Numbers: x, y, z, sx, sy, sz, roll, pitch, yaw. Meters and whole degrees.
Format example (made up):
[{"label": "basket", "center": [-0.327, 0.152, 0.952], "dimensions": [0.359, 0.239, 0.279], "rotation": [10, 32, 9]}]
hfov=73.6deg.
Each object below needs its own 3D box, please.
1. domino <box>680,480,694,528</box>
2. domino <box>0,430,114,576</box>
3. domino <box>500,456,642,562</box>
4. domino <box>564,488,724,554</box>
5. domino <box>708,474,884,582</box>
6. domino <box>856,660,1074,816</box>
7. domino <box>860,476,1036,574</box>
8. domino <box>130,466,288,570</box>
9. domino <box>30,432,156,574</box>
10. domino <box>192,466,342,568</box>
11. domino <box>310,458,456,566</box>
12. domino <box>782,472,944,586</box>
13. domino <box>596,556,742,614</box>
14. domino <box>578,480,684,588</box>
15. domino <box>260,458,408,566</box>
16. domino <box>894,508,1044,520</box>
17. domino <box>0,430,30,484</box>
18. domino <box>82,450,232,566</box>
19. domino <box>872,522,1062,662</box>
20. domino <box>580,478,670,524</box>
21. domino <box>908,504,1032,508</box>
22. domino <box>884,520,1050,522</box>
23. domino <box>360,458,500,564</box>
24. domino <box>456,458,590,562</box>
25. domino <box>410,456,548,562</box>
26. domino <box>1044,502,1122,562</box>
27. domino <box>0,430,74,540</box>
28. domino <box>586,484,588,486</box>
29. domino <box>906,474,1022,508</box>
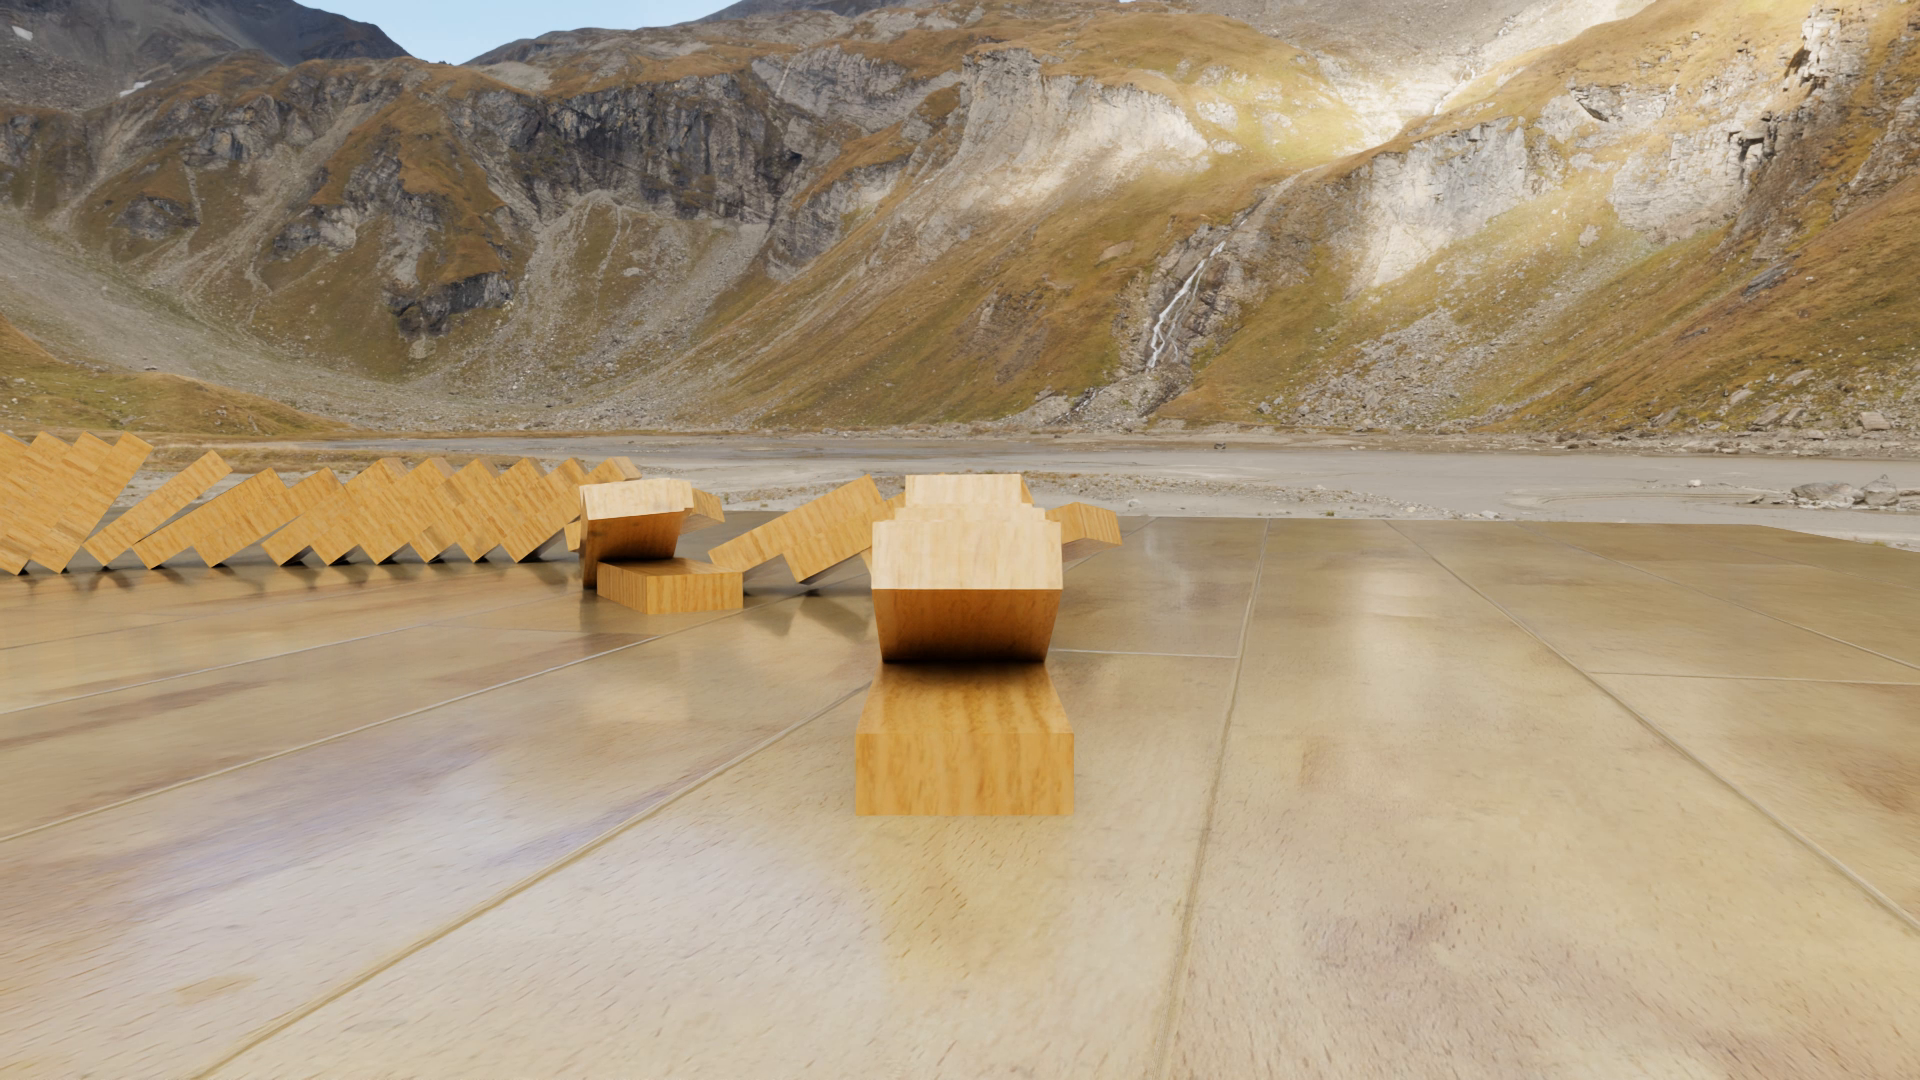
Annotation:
[{"label": "domino", "center": [-0.109, -0.005, 0.432], "dimensions": [0.025, 0.010, 0.050], "rotation": [-2, -21, -28]}, {"label": "domino", "center": [-0.303, -0.013, 0.429], "dimensions": [0.010, 0.050, 0.025], "rotation": [37, -15, -28]}, {"label": "domino", "center": [-0.141, -0.012, 0.469], "dimensions": [0.050, 0.009, 0.025], "rotation": [-37, 4, 2]}, {"label": "domino", "center": [-0.114, -0.006, 0.464], "dimensions": [0.050, 0.010, 0.025], "rotation": [-16, -9, 9]}, {"label": "domino", "center": [-0.046, -0.002, 0.371], "dimensions": [0.050, 0.010, 0.025], "rotation": [-26, -4, -5]}, {"label": "domino", "center": [0.000, 0.025, 0.172], "dimensions": [0.025, 0.009, 0.050], "rotation": [0, 4, 0]}, {"label": "domino", "center": [-0.004, -0.002, 0.371], "dimensions": [0.050, 0.010, 0.025], "rotation": [-26, -4, -4]}, {"label": "domino", "center": [-0.263, -0.009, 0.452], "dimensions": [0.050, 0.010, 0.025], "rotation": [-37, 20, -21]}, {"label": "domino", "center": [-0.293, -0.013, 0.435], "dimensions": [0.010, 0.050, 0.025], "rotation": [37, -15, -28]}, {"label": "domino", "center": [-0.246, -0.009, 0.459], "dimensions": [0.050, 0.009, 0.025], "rotation": [-36, 18, -19]}, {"label": "domino", "center": [-0.206, -0.011, 0.462], "dimensions": [0.050, 0.010, 0.025], "rotation": [-38, 11, -7]}, {"label": "domino", "center": [-0.025, -0.003, 0.368], "dimensions": [0.050, 0.010, 0.025], "rotation": [-26, -4, -1]}, {"label": "domino", "center": [-0.080, 0.012, 0.348], "dimensions": [0.025, 0.010, 0.050], "rotation": [-2, 5, -30]}, {"label": "domino", "center": [-0.094, -0.001, 0.363], "dimensions": [0.025, 0.010, 0.050], "rotation": [-6, -21, -20]}, {"label": "domino", "center": [-0.222, -0.011, 0.460], "dimensions": [0.050, 0.010, 0.025], "rotation": [-38, 11, -7]}, {"label": "domino", "center": [0.002, 0.009, 0.235], "dimensions": [0.025, 0.010, 0.050], "rotation": [1, -23, 2]}, {"label": "domino", "center": [-0.323, -0.012, 0.417], "dimensions": [0.010, 0.050, 0.025], "rotation": [36, -15, -29]}, {"label": "domino", "center": [-0.279, -0.011, 0.446], "dimensions": [0.050, 0.009, 0.025], "rotation": [-47, 23, -25]}, {"label": "domino", "center": [0.001, 0.012, 0.192], "dimensions": [0.025, 0.009, 0.050], "rotation": [0, -23, -1]}, {"label": "domino", "center": [-0.100, -0.003, 0.384], "dimensions": [0.025, 0.010, 0.050], "rotation": [-7, -20, -18]}, {"label": "domino", "center": [0.001, 0.006, 0.281], "dimensions": [0.025, 0.010, 0.050], "rotation": [0, -22, -2]}, {"label": "domino", "center": [0.001, 0.011, 0.216], "dimensions": [0.025, 0.009, 0.050], "rotation": [0, -23, 0]}, {"label": "domino", "center": [-0.191, -0.011, 0.465], "dimensions": [0.050, 0.010, 0.025], "rotation": [-38, 11, -7]}, {"label": "domino", "center": [-0.160, -0.012, 0.473], "dimensions": [0.050, 0.010, 0.025], "rotation": [-38, 10, -7]}, {"label": "domino", "center": [-0.175, -0.012, 0.469], "dimensions": [0.050, 0.010, 0.025], "rotation": [-38, 10, -7]}, {"label": "domino", "center": [0.016, 0.003, 0.348], "dimensions": [0.050, 0.009, 0.025], "rotation": [-18, -13, 28]}, {"label": "domino", "center": [-0.313, -0.013, 0.424], "dimensions": [0.010, 0.050, 0.025], "rotation": [36, -15, -29]}, {"label": "domino", "center": [-0.106, -0.004, 0.408], "dimensions": [0.025, 0.010, 0.050], "rotation": [-5, -20, -18]}, {"label": "domino", "center": [0.001, 0.002, 0.299], "dimensions": [0.025, 0.010, 0.050], "rotation": [-1, -29, -1]}]
